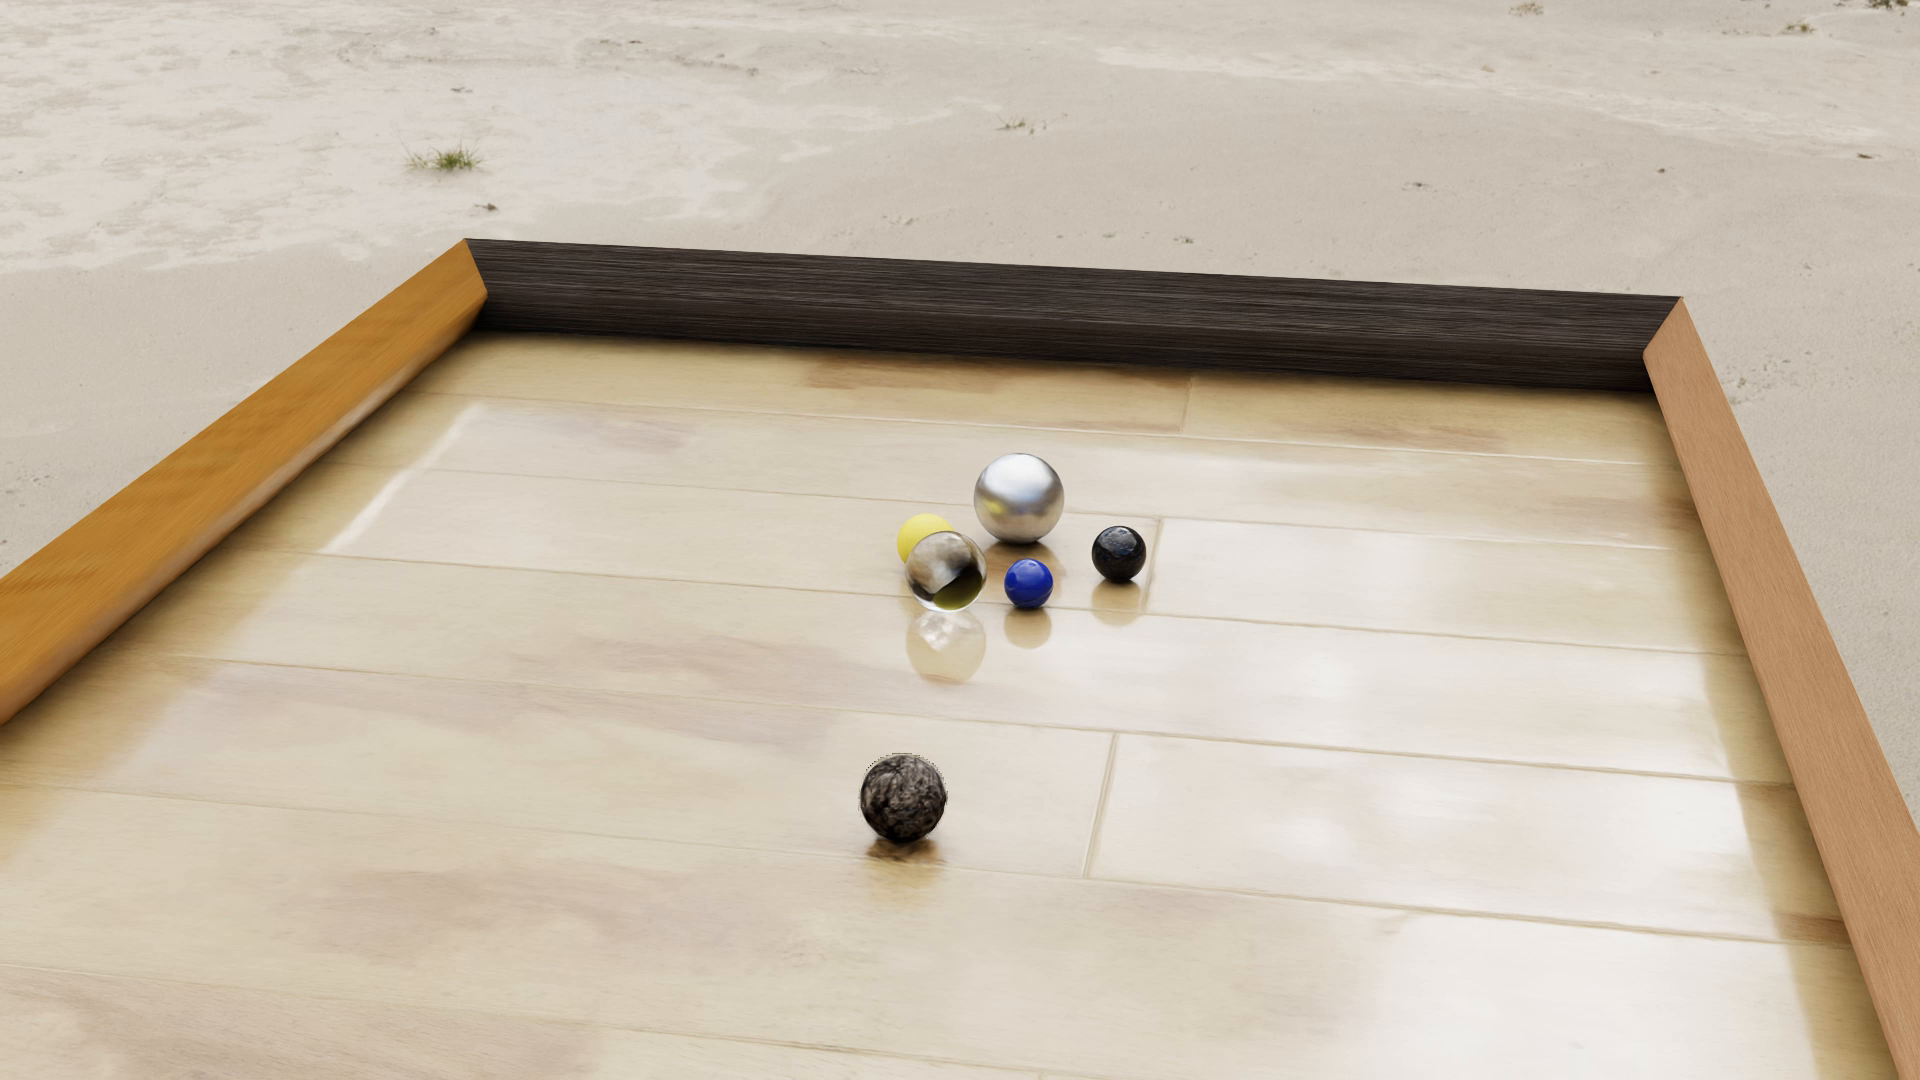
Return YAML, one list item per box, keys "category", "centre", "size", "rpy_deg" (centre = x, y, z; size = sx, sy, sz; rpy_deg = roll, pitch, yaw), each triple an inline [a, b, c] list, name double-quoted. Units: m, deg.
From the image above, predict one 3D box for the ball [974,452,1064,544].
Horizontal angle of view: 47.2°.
- category: "ball"
  centre: [0.063, -0.044, 2.359]
  size: [0.098, 0.098, 0.098]
  rpy_deg: [0, 24, 0]

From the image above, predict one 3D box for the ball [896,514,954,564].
- category: "ball"
  centre: [-0.035, 0.003, 2.293]
  size: [0.063, 0.063, 0.063]
  rpy_deg: [0, 24, 0]

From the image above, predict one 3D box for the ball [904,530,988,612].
- category: "ball"
  centre: [-0.014, 0.032, 2.204]
  size: [0.083, 0.083, 0.083]
  rpy_deg: [0, 24, 0]

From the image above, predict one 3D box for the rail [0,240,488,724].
- category: "rail"
  centre: [-0.883, 0.194, 1.775]
  size: [0.045, 0.128, 2.761]
  rpy_deg: [4, 24, 9]

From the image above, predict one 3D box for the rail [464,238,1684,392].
- category: "rail"
  centre: [0.111, -0.291, 2.882]
  size: [1.606, 0.128, 0.045]
  rpy_deg: [4, 24, 9]

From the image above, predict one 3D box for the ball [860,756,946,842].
- category: "ball"
  centre: [-0.047, 0.212, 1.806]
  size: [0.071, 0.071, 0.071]
  rpy_deg: [0, 24, 0]

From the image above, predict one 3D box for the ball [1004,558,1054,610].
- category: "ball"
  centre: [0.069, 0.044, 2.216]
  size: [0.051, 0.051, 0.051]
  rpy_deg: [0, 24, 0]

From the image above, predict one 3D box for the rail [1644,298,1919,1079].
- category: "rail"
  centre: [0.654, 0.298, 1.538]
  size: [0.045, 0.128, 2.761]
  rpy_deg: [4, 24, 9]

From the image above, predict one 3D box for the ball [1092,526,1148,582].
- category: "ball"
  centre: [0.165, 0.014, 2.276]
  size: [0.058, 0.058, 0.058]
  rpy_deg: [0, 24, 0]
